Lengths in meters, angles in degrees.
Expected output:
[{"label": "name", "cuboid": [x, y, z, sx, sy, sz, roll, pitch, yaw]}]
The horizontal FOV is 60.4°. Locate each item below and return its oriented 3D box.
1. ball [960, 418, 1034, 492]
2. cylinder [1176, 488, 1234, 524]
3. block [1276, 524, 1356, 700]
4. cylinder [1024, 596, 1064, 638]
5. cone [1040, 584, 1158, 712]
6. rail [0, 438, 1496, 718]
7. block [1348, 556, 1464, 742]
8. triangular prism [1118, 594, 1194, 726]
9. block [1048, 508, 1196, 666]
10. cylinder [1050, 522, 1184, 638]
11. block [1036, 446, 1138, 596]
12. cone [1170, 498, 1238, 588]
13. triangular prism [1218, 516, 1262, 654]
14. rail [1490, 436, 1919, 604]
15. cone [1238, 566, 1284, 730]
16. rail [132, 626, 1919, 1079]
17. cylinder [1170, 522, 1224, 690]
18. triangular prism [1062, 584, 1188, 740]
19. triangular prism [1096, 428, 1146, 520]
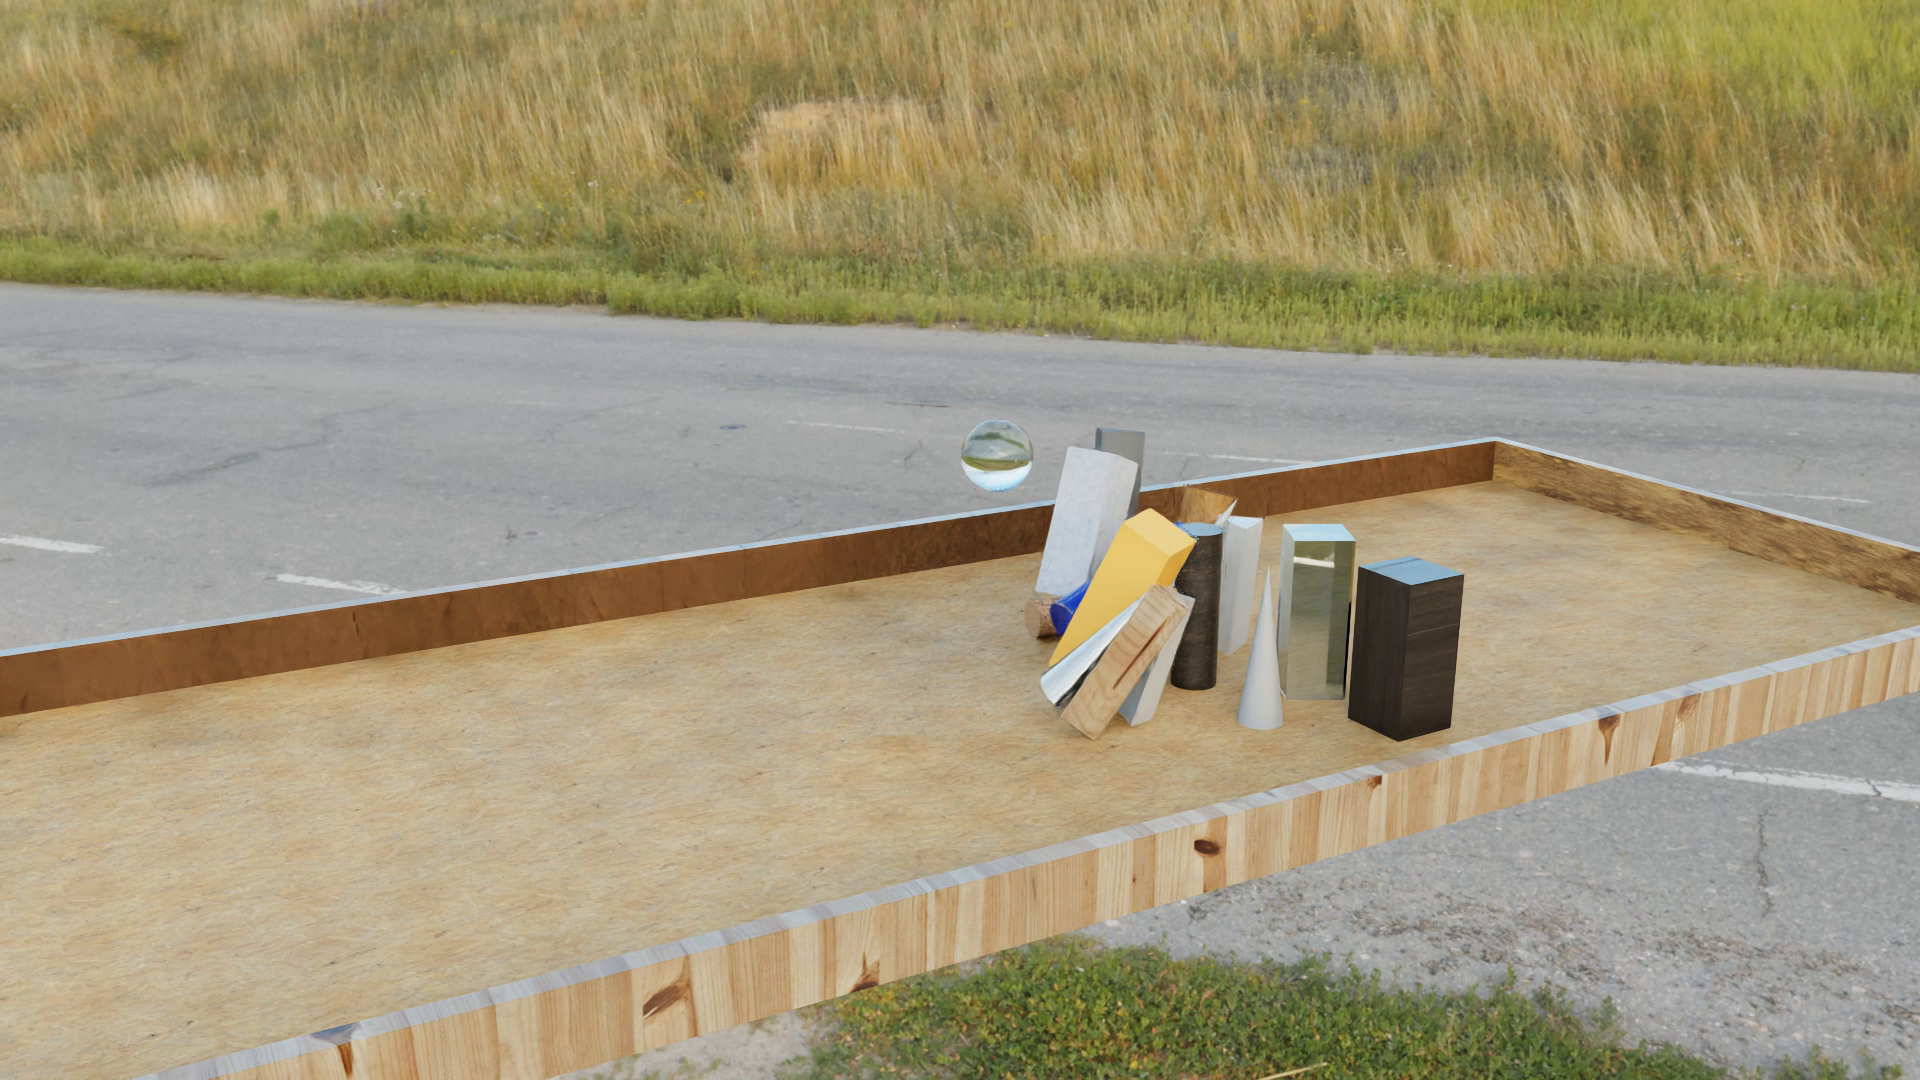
[{"label": "ball", "cuboid": [0.112, -0.255, 4.972, 0.221, 0.221, 0.221, 0, 16, 0]}, {"label": "cylinder", "cuboid": [0.663, 0.026, 4.641, 0.141, 0.324, 0.141, 14, 0, 0]}, {"label": "block", "cuboid": [0.867, 0.176, 4.040, 0.145, 0.404, 0.145, 0, 16, 0]}, {"label": "cylinder", "cuboid": [0.351, 0.196, 4.506, 0.336, 0.103, 0.103, -6, 18, -21]}, {"label": "cone", "cuboid": [0.356, 0.234, 3.855, 0.156, 0.374, 0.156, 28, 26, -16]}, {"label": "rail", "cuboid": [-3.305, 0.497, 3.399, 12.000, 0.150, 0.050, -9, 18, -27]}, {"label": "block", "cuboid": [1.034, 0.250, 3.835, 0.167, 0.378, 0.167, -9, 19, -29]}, {"label": "triangular prism", "cuboid": [0.441, 0.268, 3.847, 0.080, 0.316, 0.093, 28, 20, 30]}, {"label": "block", "cuboid": [0.390, 0.154, 4.002, 0.139, 0.449, 0.139, 38, 33, 20]}, {"label": "cylinder", "cuboid": [0.455, 0.121, 4.430, 0.445, 0.142, 0.142, -32, 30, -24]}, {"label": "block", "cuboid": [0.361, -0.037, 4.684, 0.152, 0.420, 0.152, 12, -2, 32]}, {"label": "cone", "cuboid": [0.603, 0.072, 4.310, 0.128, 0.449, 0.128, 30, 16, -9]}, {"label": "triangular prism", "cuboid": [0.705, 0.111, 4.344, 0.102, 0.348, 0.118, 14, 20, 28]}, {"label": "rail", "cuboid": [2.466, -0.048, 5.253, 0.050, 0.150, 2.100, -9, 18, -27]}, {"label": "cone", "cuboid": [0.710, 0.242, 3.845, 0.109, 0.387, 0.109, 0, 16, 0]}, {"label": "rail", "cuboid": [-2.336, 1.006, 1.665, 12.000, 0.150, 0.050, -9, 18, -27]}, {"label": "cylinder", "cuboid": [0.586, 0.165, 4.084, 0.114, 0.399, 0.114, 0, 16, 0]}, {"label": "triangular prism", "cuboid": [0.381, 0.272, 3.772, 0.096, 0.383, 0.083, 35, 17, 6]}, {"label": "triangular prism", "cuboid": [0.428, -0.102, 4.894, 0.153, 0.449, 0.132, -1, 9, -33]}]
